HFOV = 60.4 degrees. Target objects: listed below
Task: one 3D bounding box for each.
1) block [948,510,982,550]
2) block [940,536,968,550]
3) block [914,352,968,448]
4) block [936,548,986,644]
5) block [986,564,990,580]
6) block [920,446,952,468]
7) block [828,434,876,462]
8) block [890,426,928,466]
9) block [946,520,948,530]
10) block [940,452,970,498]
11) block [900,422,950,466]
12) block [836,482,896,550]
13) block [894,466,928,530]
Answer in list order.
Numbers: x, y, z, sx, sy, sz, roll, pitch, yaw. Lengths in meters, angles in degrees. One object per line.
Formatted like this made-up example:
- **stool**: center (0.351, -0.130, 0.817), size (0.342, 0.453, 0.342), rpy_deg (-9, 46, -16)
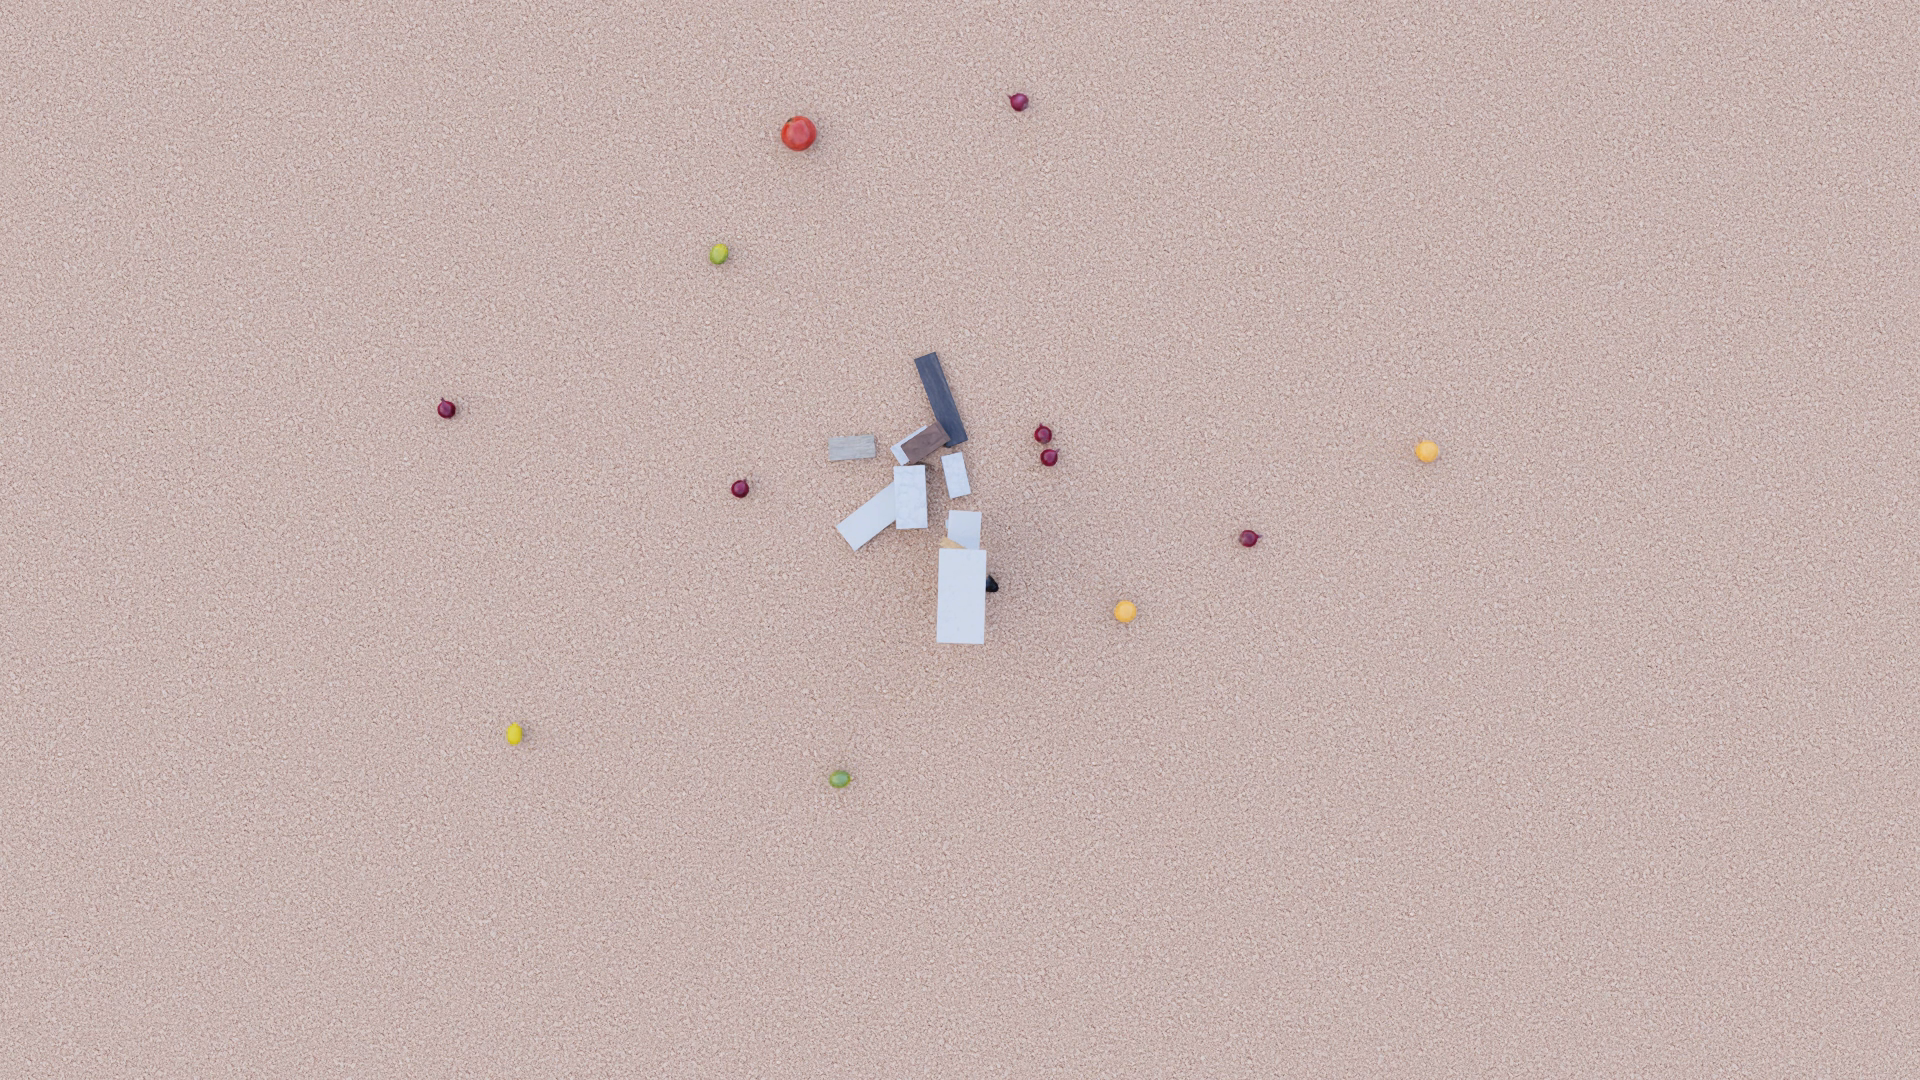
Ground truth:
- **block**: center (0.010, 0.011, 5.279), size (0.103, 0.029, 0.206), rpy_deg (4, 90, 0)
- **block**: center (-0.010, 0.026, 5.162), size (0.103, 0.206, 0.029), rpy_deg (28, 90, 0)
- **block**: center (-0.063, -0.466, 5.489), size (0.076, 0.022, 0.313), rpy_deg (-21, 90, 0)
- **block**: center (0.005, 0.168, 4.963), size (0.141, 0.040, 0.282), rpy_deg (2, 90, 0)
- **block**: center (0.019, 0.084, 5.124), size (0.141, 0.282, 0.040), rpy_deg (14, 90, 0)
- **block**: center (-0.102, -0.289, 5.490), size (0.141, 0.020, 0.071), rpy_deg (19, 90, 0)
- **block**: center (-0.359, -0.307, 5.489), size (0.152, 0.022, 0.076), rpy_deg (-4, 90, 0)
- **block**: center (-0.154, -0.313, 5.470), size (0.141, 0.020, 0.071), rpy_deg (-33, 90, 0)
- **block**: center (0.005, -0.054, 5.397), size (0.103, 0.206, 0.029), rpy_deg (-3, 90, 0)
- **block**: center (-0.015, -0.215, 5.477), size (0.071, 0.020, 0.141), rpy_deg (-14, 96, -10)
- **block**: center (-0.114, -0.321, 5.449), size (0.152, 0.022, 0.076), rpy_deg (-34, 90, 0)
- **block**: center (-0.270, -0.090, 5.485), size (0.280, 0.029, 0.103), rpy_deg (-38, 90, 0)
- **block**: center (-0.163, -0.142, 5.456), size (0.103, 0.029, 0.206), rpy_deg (-3, 90, 0)
